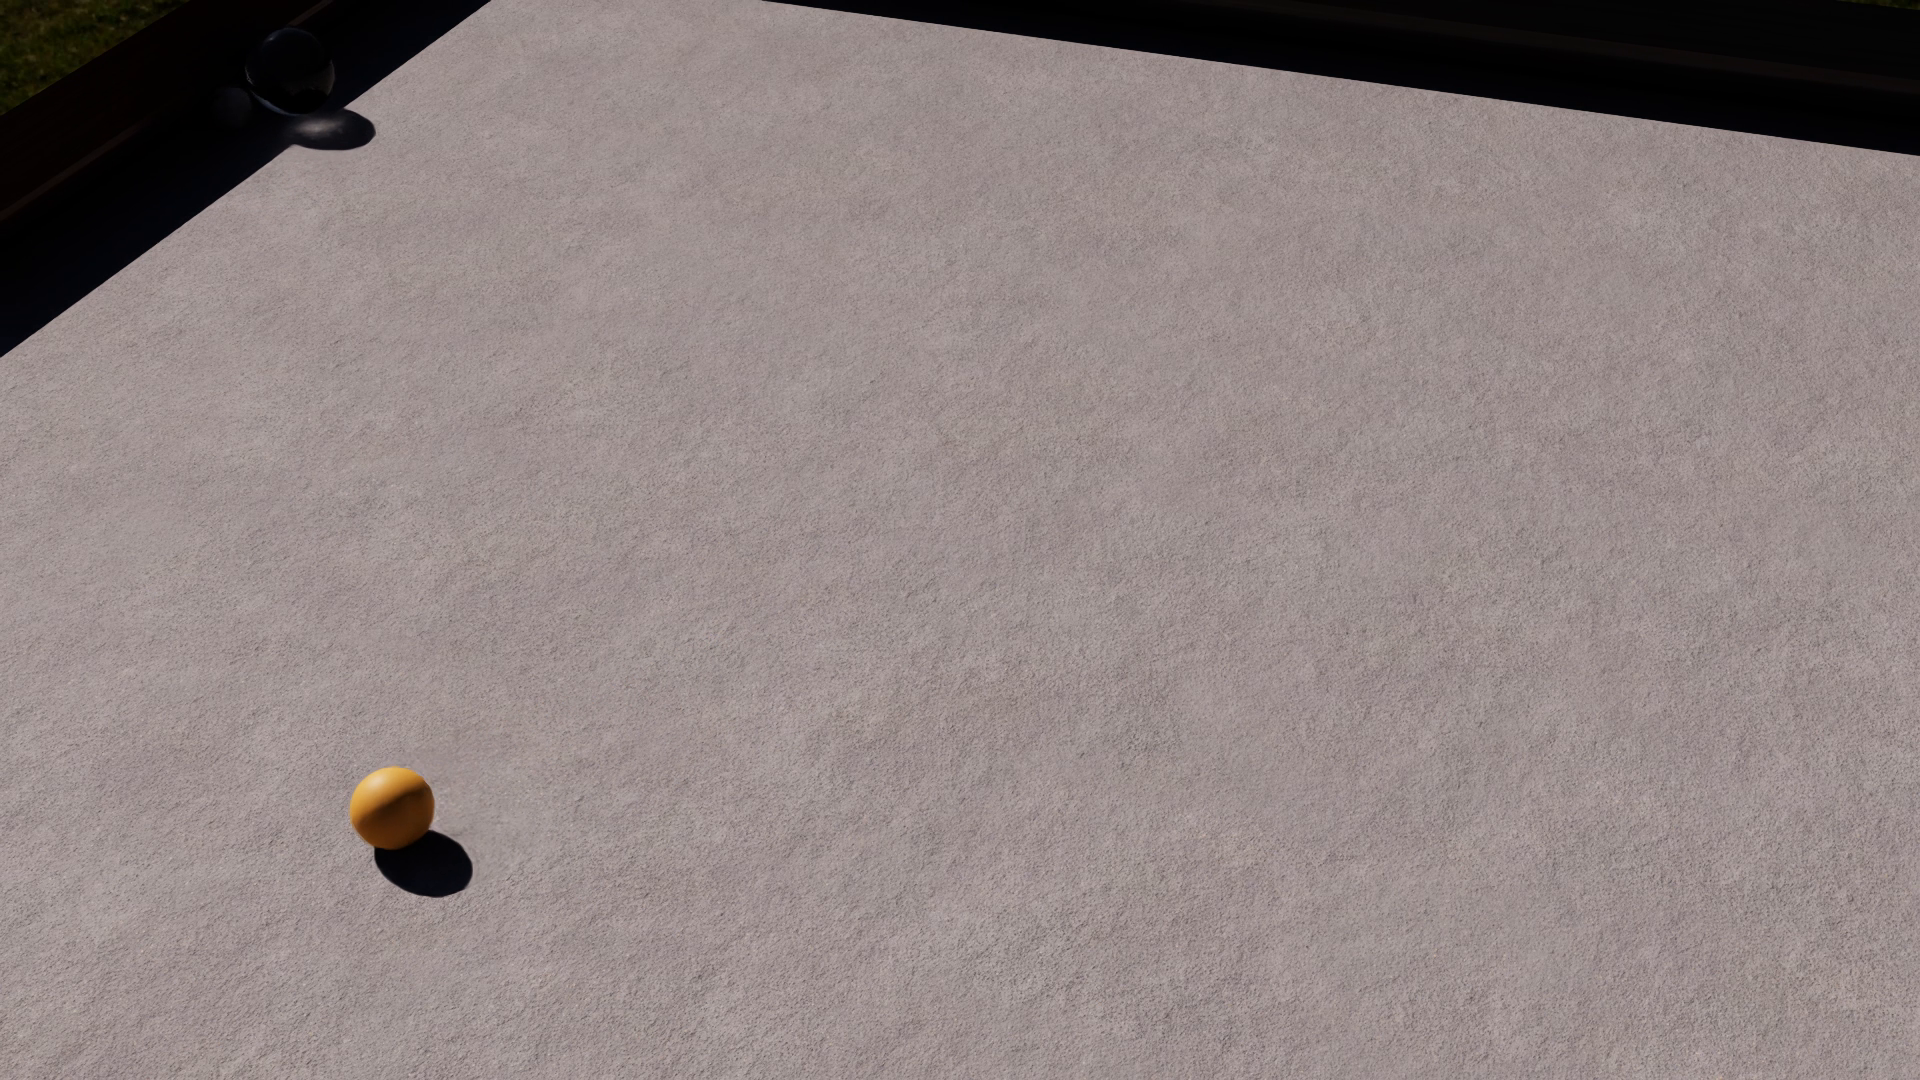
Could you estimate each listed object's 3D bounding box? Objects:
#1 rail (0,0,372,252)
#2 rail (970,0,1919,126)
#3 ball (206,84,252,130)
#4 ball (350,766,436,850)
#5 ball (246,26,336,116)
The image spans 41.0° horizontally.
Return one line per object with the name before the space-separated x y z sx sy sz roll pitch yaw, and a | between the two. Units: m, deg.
rail | -1.003 -0.220 2.326 0.045 0.129 2.358 11 35 16
rail | 1.412 -0.422 2.635 4.352 0.129 0.045 11 35 16
ball | -0.792 -0.469 2.781 0.049 0.049 0.049 0 33 0
ball | -0.391 0.185 1.771 0.057 0.057 0.057 0 33 0
ball | -0.732 -0.512 2.805 0.096 0.096 0.096 0 33 0
